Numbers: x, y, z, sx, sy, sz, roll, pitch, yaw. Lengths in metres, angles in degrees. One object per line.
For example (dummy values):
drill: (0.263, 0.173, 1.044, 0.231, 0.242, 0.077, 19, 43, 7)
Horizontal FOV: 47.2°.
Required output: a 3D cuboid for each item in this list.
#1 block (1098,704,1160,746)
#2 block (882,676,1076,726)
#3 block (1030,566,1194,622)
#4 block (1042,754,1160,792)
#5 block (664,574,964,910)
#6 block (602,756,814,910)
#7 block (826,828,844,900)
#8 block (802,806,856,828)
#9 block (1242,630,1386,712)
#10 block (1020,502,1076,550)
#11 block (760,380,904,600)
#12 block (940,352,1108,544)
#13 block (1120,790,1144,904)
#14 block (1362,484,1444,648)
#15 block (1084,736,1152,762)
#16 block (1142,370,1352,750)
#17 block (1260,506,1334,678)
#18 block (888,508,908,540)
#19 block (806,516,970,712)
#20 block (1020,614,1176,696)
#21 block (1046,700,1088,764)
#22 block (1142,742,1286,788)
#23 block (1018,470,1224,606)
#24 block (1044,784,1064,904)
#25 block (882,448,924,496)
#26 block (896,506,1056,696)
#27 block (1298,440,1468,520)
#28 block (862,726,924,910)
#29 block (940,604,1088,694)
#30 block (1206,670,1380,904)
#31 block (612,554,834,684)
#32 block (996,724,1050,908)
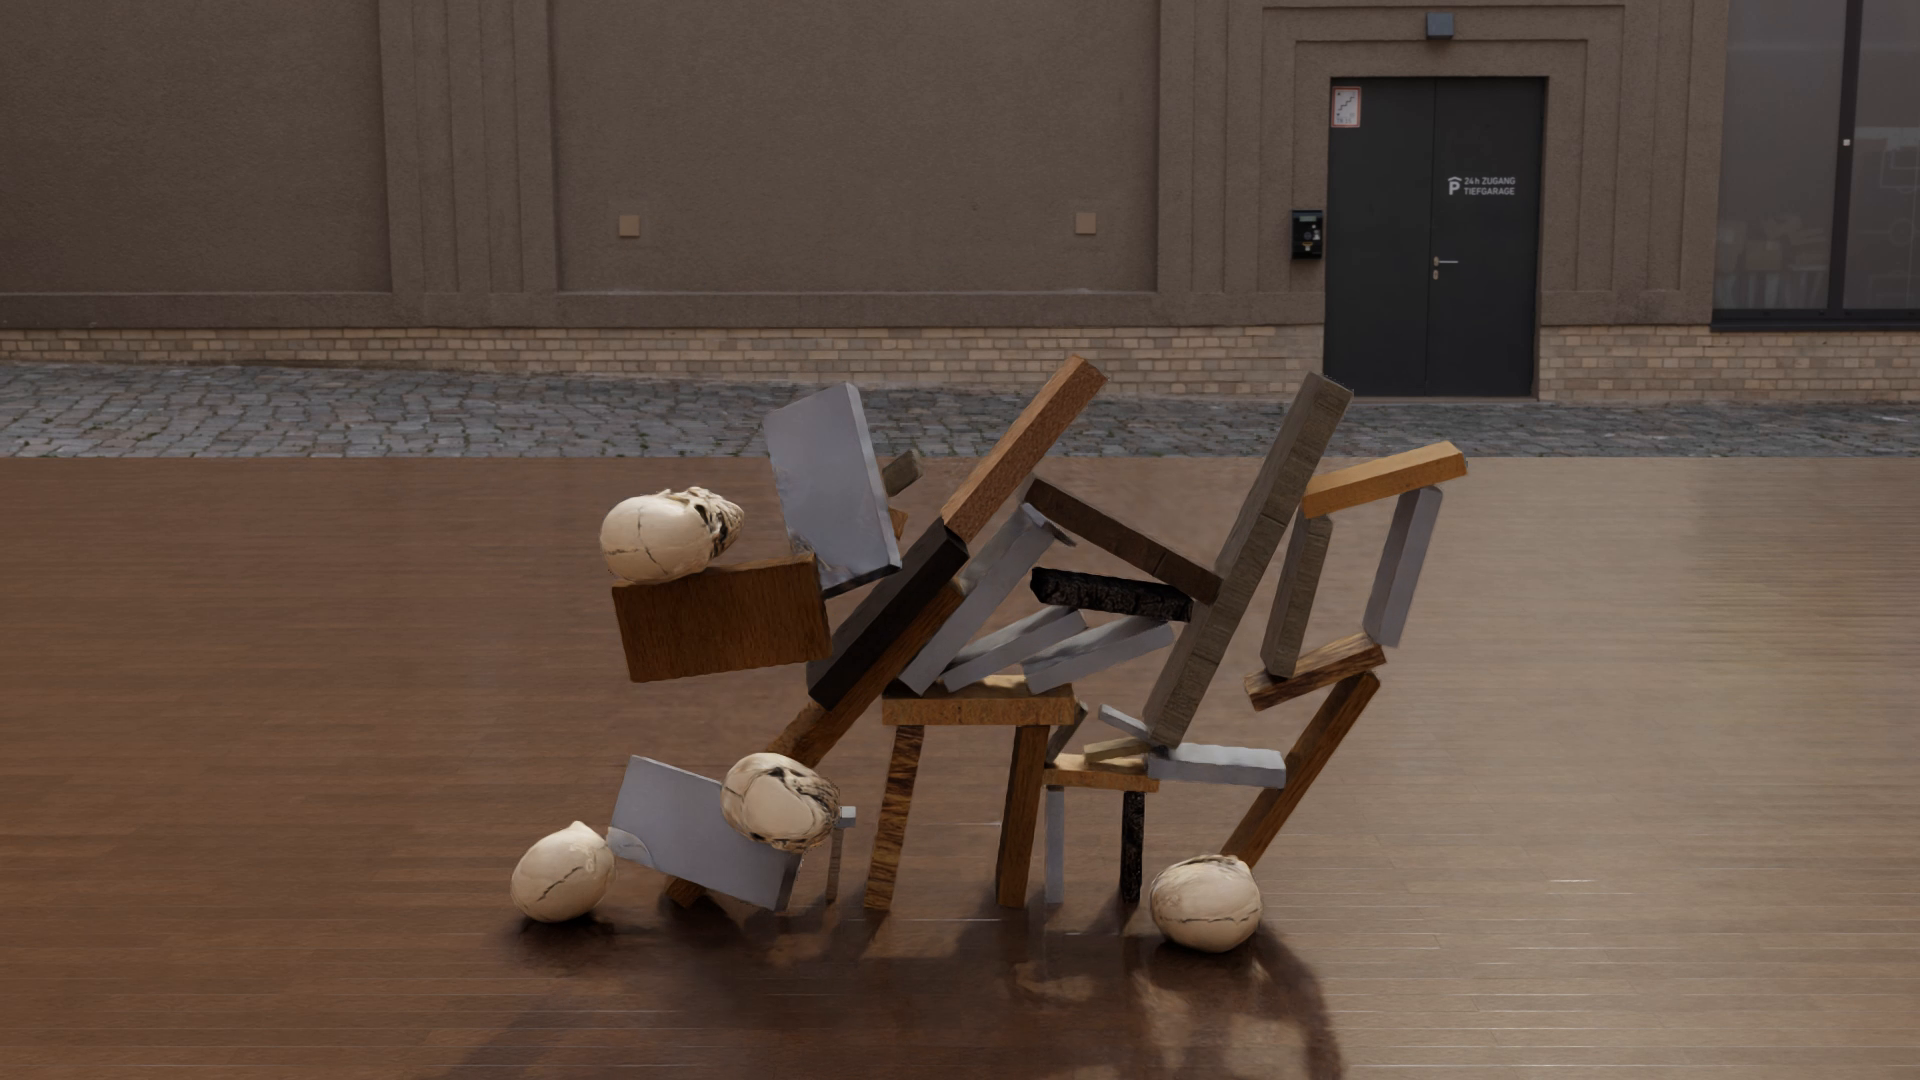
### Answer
block: (0.278, 0.304, 3.620, 0.107, 0.015, 0.054, 25, 9, -3)
block: (0.029, 0.262, 3.606, 0.309, 0.044, 0.154, 0, 10, -1)
block: (0.246, 0.089, 3.580, 0.247, 0.035, 0.123, 8, 10, -7)
block: (0.229, 0.383, 3.632, 0.191, 0.027, 0.095, 4, 11, -1)
block: (-0.242, 0.317, 3.628, 0.047, 0.687, 0.167, 40, 7, -10)
block: (-0.408, 0.471, 3.546, 0.322, 0.161, 0.046, 15, -3, 21)
block: (-0.207, 0.529, 3.661, 0.017, 0.121, 0.061, 7, 10, -1)
block: (-0.235, 0.460, 3.649, 0.122, 0.017, 0.061, -1, 11, -3)
block: (0.578, 0.213, 3.599, 0.225, 0.032, 0.113, -22, 10, 5)
block: (0.141, -0.022, 3.472, 0.046, 0.013, 0.192, 43, 3, 20)
block: (-0.208, -0.078, 3.546, 0.161, 0.322, 0.046, -21, -20, 19)
block: (0.101, -0.153, 3.581, 0.049, 0.345, 0.172, 39, 5, -8)
block: (0.286, 0.496, 3.653, 0.027, 0.191, 0.095, 1, 11, 0)
block: (0.716, 0.033, 3.568, 0.037, 0.261, 0.131, 14, 10, -2)
block: (0.259, 0.344, 3.625, 0.107, 0.015, 0.054, -9, 10, 2)
block: (0.462, 0.030, 3.588, 0.049, 0.639, 0.172, 25, 9, -3)
block: (0.547, 0.083, 3.579, 0.037, 0.261, 0.131, 13, 10, -2)
block: (-0.135, -0.035, 3.568, 0.092, 0.046, 0.013, 18, -32, 2)
block: (-0.120, 0.116, 3.553, 0.047, 0.335, 0.167, 41, 7, -12)
block: (0.222, 0.180, 3.597, 0.247, 0.035, 0.123, -21, 12, 1)
block: (0.173, 0.316, 3.620, 0.015, 0.107, 0.054, 34, 8, -6)
block: (0.418, 0.369, 3.625, 0.225, 0.032, 0.112, 4, 11, 1)
block: (0.259, -0.005, 3.609, 0.345, 0.049, 0.172, 28, 4, -3)
block: (0.156, 0.496, 3.653, 0.027, 0.191, 0.095, 0, 11, 0)
block: (-0.093, -0.110, 3.580, 0.013, 0.046, 0.092, -4, -19, -38)
block: (0.018, 0.096, 3.591, 0.047, 0.335, 0.167, 40, 2, -10)
block: (0.674, -0.098, 3.543, 0.261, 0.037, 0.130, -16, 10, 5)
block: (-0.107, 0.438, 3.637, 0.044, 0.309, 0.154, 11, 10, -2)
block: (0.086, 0.169, 3.593, 0.247, 0.035, 0.123, -25, 9, 4)
block: (0.547, 0.398, 3.633, 0.032, 0.443, 0.113, 33, 9, -4)
block: (-0.375, 0.125, 3.473, 0.322, 0.161, 0.046, -8, 15, 8)
block: (0.103, 0.435, 3.647, 0.044, 0.309, 0.154, 8, 10, -1)
